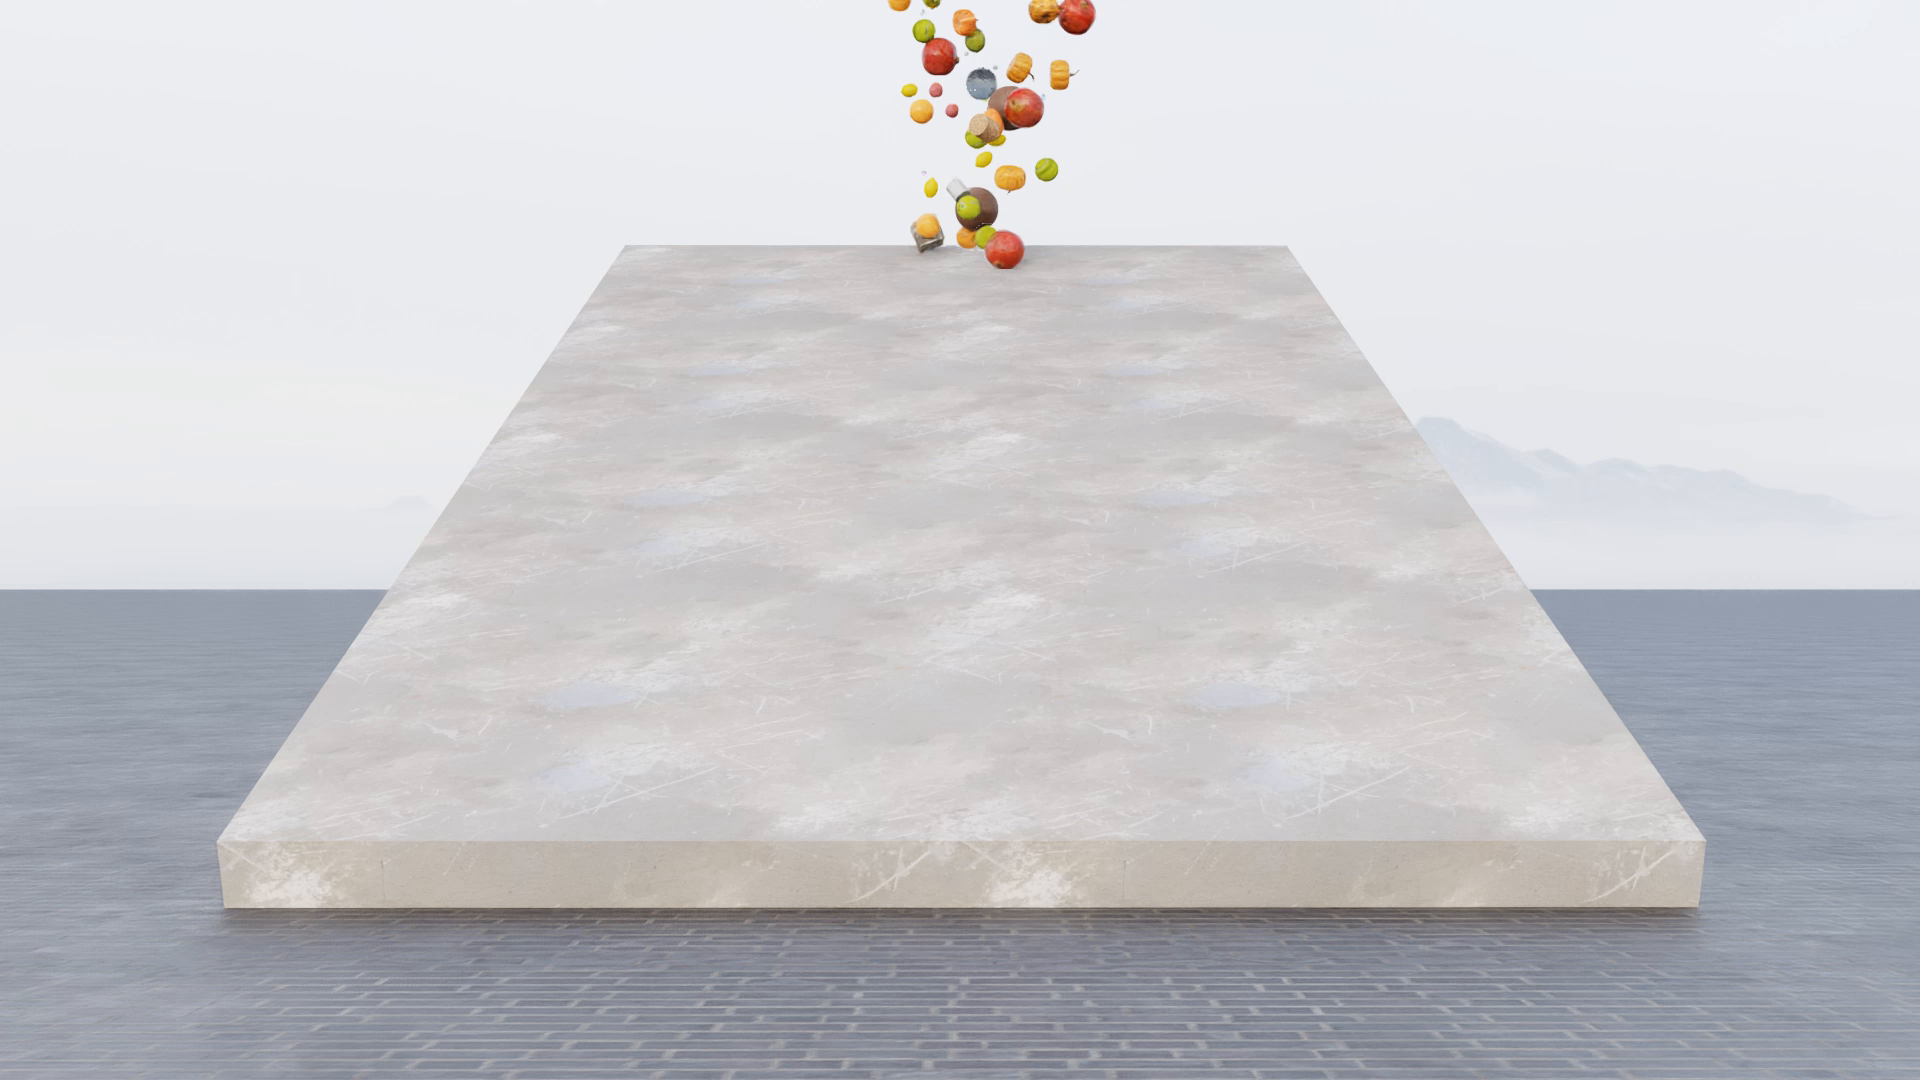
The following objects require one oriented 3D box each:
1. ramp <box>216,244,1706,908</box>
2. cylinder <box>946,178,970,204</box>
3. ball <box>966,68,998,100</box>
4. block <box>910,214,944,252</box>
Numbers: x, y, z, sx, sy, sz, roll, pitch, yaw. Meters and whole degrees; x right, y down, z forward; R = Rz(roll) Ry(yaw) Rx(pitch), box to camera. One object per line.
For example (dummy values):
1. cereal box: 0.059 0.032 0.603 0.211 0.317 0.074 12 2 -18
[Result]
1. ramp: -0.004 -0.196 4.929 2.000 0.100 4.000 0 19 0
2. cylinder: -0.005 -0.999 6.429 0.051 0.051 0.051 -32 -19 -13
3. ball: 0.064 -1.346 6.645 0.095 0.095 0.095 0 -1 0
4. block: -0.096 -0.907 6.662 0.076 0.076 0.076 -21 -6 -7
